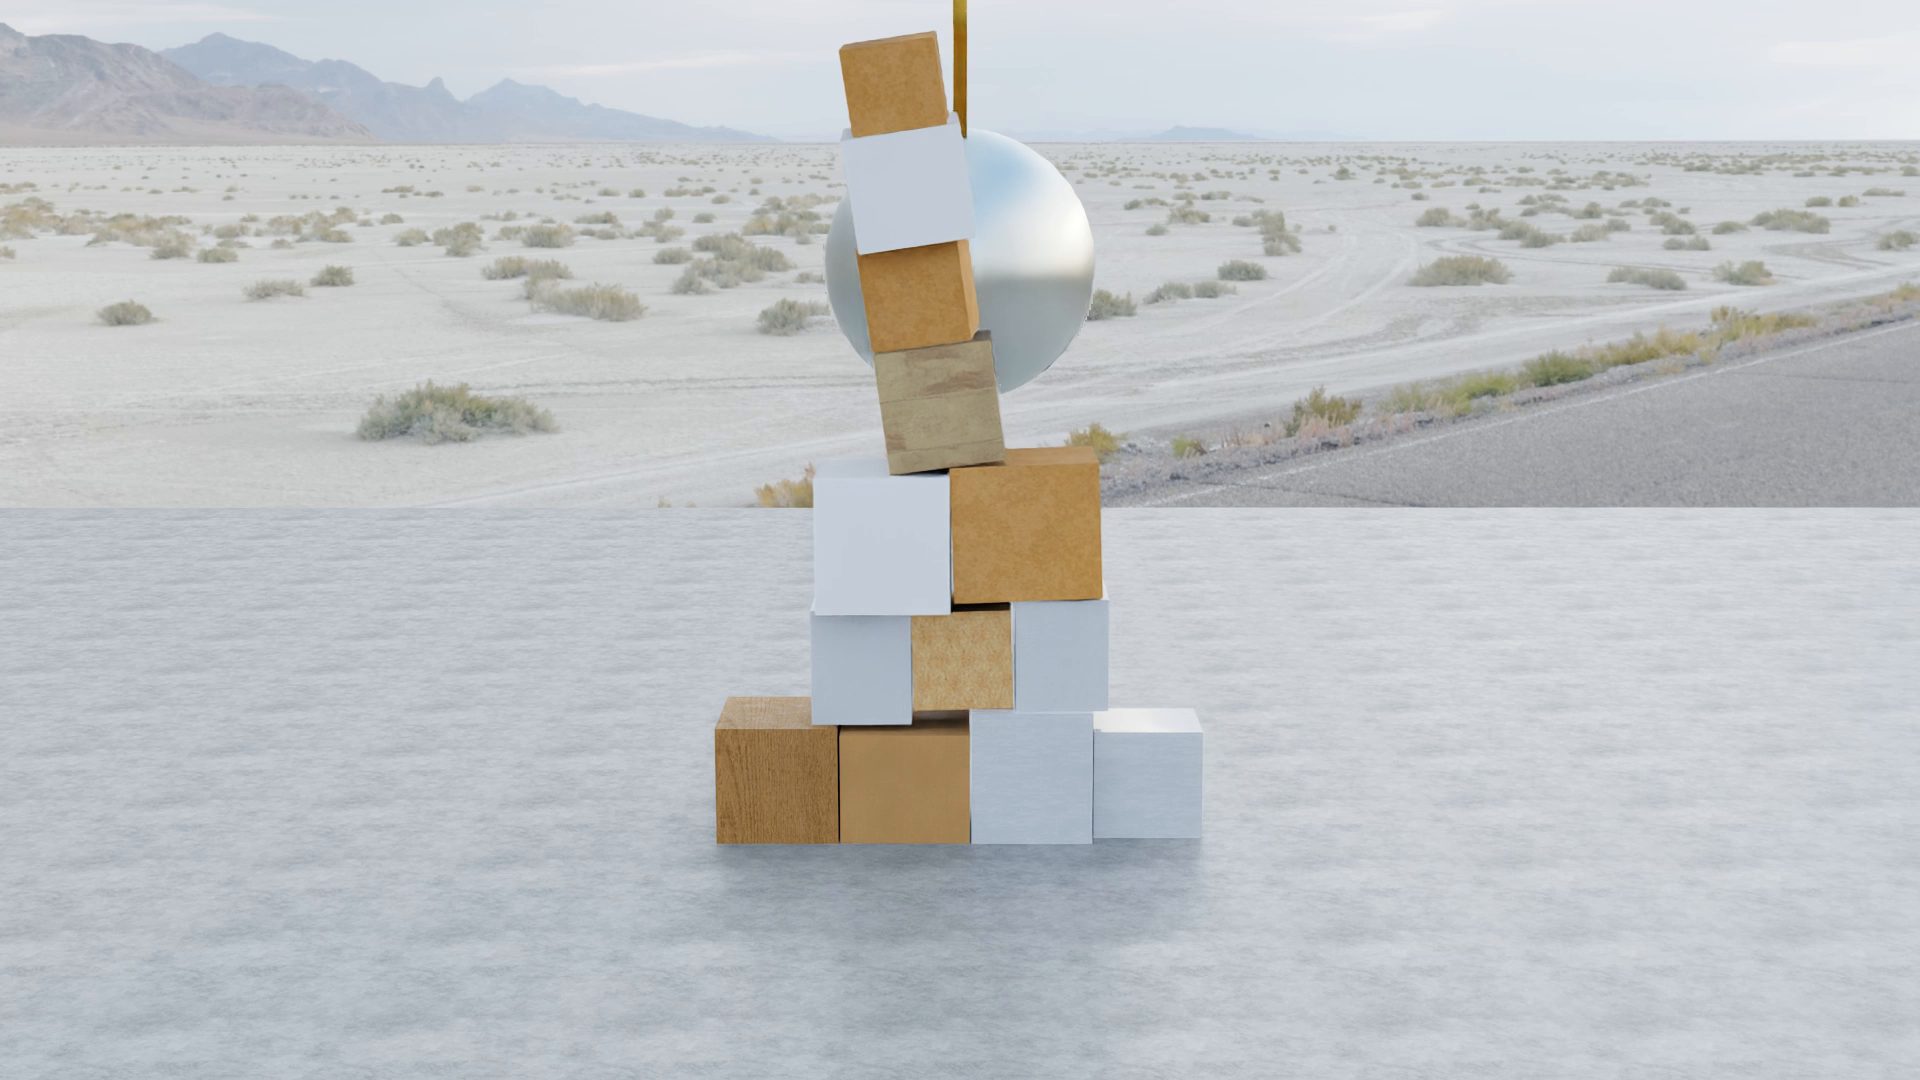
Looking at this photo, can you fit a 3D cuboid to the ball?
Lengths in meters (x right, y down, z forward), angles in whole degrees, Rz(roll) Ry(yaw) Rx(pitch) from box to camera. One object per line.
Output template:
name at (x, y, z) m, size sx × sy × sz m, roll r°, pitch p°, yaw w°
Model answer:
ball at (0.000, -1.621, 12.994) m, size 1.600 × 1.600 × 1.600 m, roll 0°, pitch 10°, yaw 0°

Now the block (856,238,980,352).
block at (-0.205, -1.274, 11.032) m, size 0.501 × 0.517 × 0.477 m, roll -6°, pitch 17°, yaw 8°

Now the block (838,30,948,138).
block at (-0.314, -2.205, 10.623) m, size 0.453 × 0.414 × 0.424 m, roll -8°, pitch 17°, yaw 4°

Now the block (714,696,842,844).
block at (-0.922, 1.183, 11.388) m, size 0.615 × 0.598 × 0.656 m, roll 0°, pitch 10°, yaw 0°

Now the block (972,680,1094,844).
block at (0.364, 1.140, 11.403) m, size 0.609 × 0.677 × 0.701 m, roll 0°, pitch 10°, yaw 0°

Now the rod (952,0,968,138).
rod at (0.000, -4.549, 11.267) m, size 0.080 × 5.200 × 0.080 m, roll 0°, pitch 31°, yaw 0°

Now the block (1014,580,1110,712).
block at (0.513, 0.531, 11.271) m, size 0.465 × 0.570 × 0.550 m, roll 0°, pitch 10°, yaw 0°

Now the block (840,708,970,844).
block at (-0.278, 1.200, 11.391) m, size 0.654 × 0.563 × 0.641 m, roll 0°, pitch 10°, yaw 0°

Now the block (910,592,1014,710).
block at (0.012, 0.561, 11.302) m, size 0.501 × 0.502 × 0.513 m, roll -2°, pitch 10°, yaw 0°

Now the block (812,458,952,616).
block at (-0.383, -0.028, 11.164) m, size 0.669 × 0.687 × 0.693 m, roll 0°, pitch 10°, yaw 0°

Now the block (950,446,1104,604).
block at (0.330, -0.086, 11.160) m, size 0.737 × 0.679 × 0.623 m, roll -2°, pitch 10°, yaw 1°

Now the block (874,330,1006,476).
block at (-0.094, -0.701, 11.076) m, size 0.576 × 0.595 × 0.612 m, roll -7°, pitch 10°, yaw 2°

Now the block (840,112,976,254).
block at (-0.251, -1.757, 10.792) m, size 0.574 × 0.549 × 0.570 m, roll -8°, pitch 17°, yaw 1°

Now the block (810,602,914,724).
block at (-0.497, 0.596, 11.294) m, size 0.503 × 0.588 × 0.520 m, roll 0°, pitch 10°, yaw 0°

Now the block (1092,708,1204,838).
block at (0.954, 1.203, 11.394) m, size 0.551 × 0.557 × 0.475 m, roll 0°, pitch 10°, yaw 0°
